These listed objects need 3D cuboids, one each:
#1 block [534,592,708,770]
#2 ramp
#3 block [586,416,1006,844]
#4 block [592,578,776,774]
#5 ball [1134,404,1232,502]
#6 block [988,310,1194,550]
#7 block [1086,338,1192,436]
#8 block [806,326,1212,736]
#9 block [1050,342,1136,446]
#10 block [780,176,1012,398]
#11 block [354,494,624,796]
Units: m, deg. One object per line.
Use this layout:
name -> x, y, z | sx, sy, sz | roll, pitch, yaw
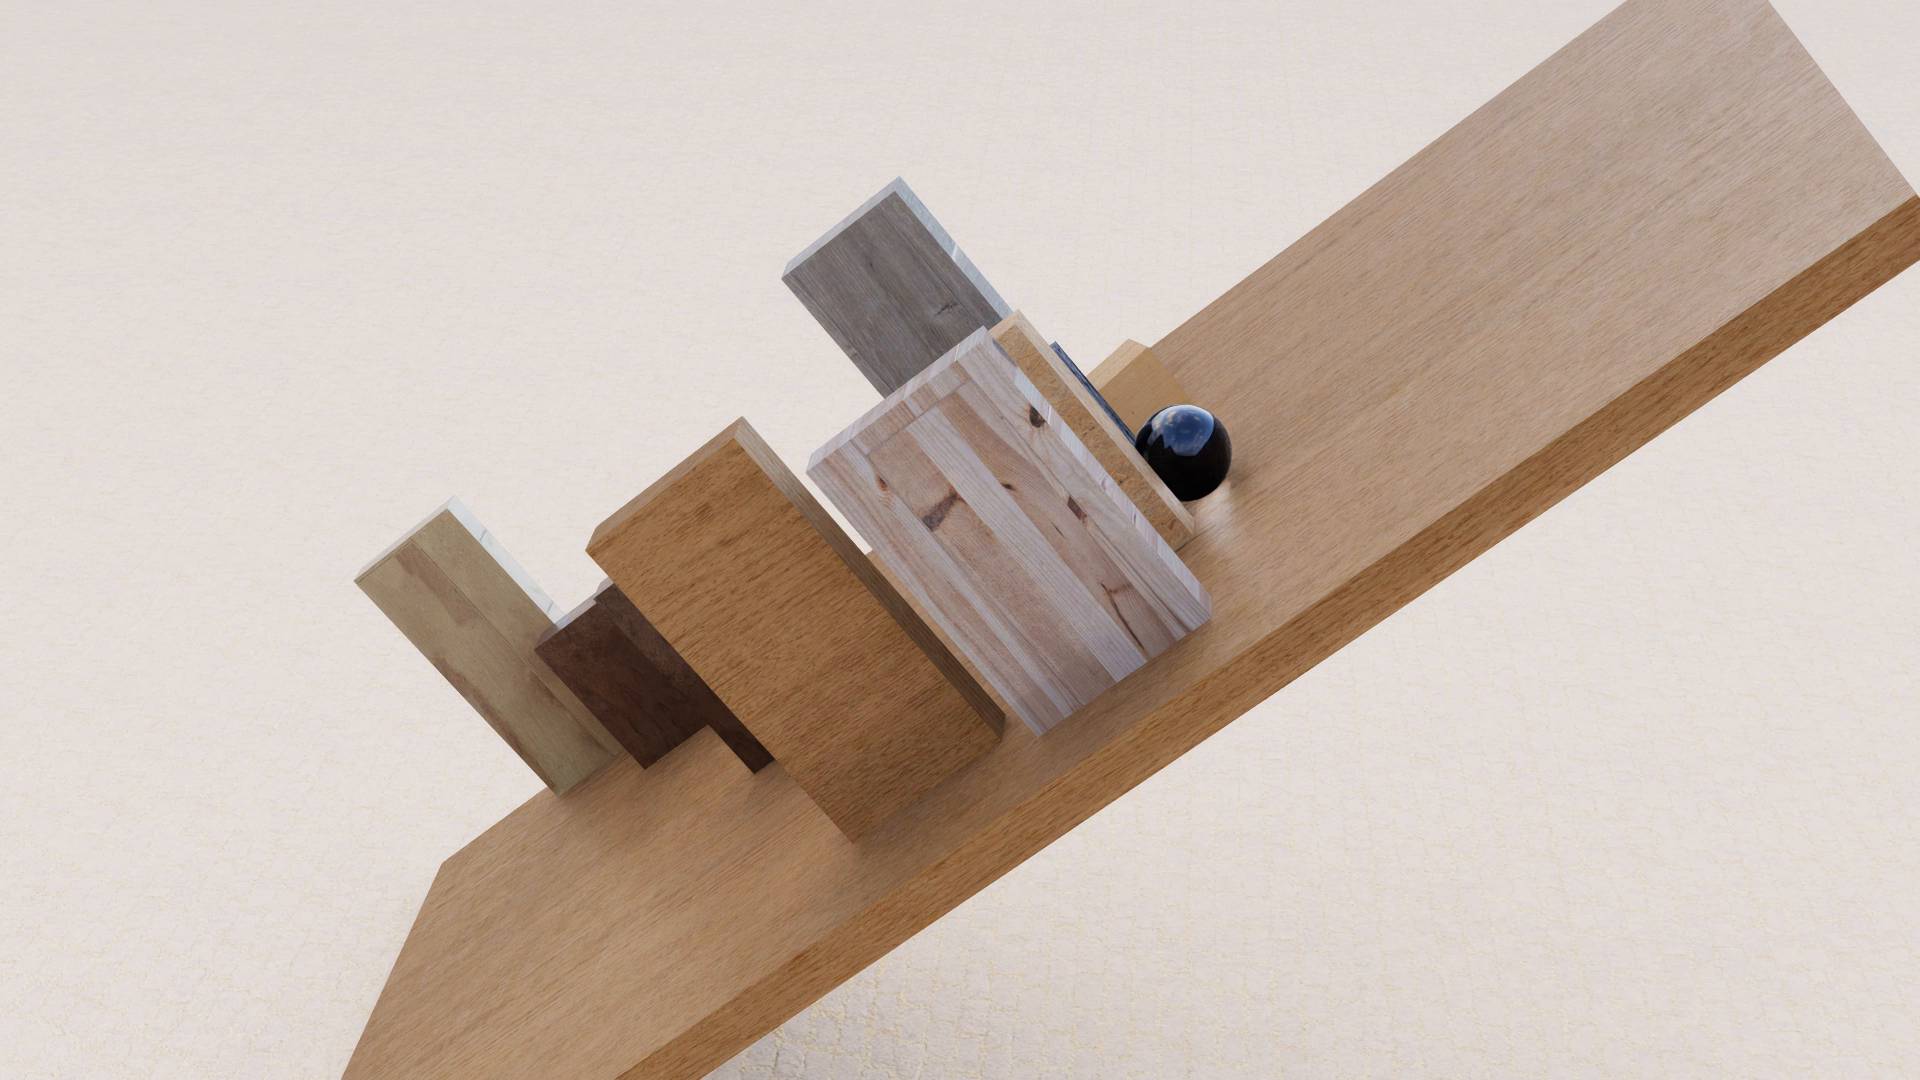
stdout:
block -> -0.767, 0.300, 7.164 | 0.344, 0.409, 0.100 | -36, 16, 18
ramp -> 0.121, 0.185, 6.339 | 4.000, 0.100, 2.000 | -36, 16, 18
block -> -0.312, 0.182, 5.693 | 0.378, 0.797, 0.115 | -36, 16, 18
block -> -0.521, 0.231, 6.522 | 0.283, 0.544, 0.086 | -36, 16, 18
ball -> 0.454, -0.177, 5.981 | 0.200, 0.200, 0.200 | 0, 24, 0
block -> 0.156, -0.134, 5.878 | 0.349, 0.568, 0.093 | -36, 16, 18
block -> 0.389, -0.327, 6.602 | 0.165, 0.165, 0.165 | -42, 16, -2
block -> 0.095, -0.008, 5.466 | 0.414, 0.683, 0.094 | -36, 16, 18
block -> 0.204, -0.154, 6.113 | 0.306, 0.409, 0.115 | -36, 16, 18
block -> -0.012, -0.397, 6.560 | 0.327, 0.796, 0.114 | -36, 16, 18
block -> -1.149, 0.275, 7.463 | 0.328, 0.768, 0.084 | -36, 16, 18
